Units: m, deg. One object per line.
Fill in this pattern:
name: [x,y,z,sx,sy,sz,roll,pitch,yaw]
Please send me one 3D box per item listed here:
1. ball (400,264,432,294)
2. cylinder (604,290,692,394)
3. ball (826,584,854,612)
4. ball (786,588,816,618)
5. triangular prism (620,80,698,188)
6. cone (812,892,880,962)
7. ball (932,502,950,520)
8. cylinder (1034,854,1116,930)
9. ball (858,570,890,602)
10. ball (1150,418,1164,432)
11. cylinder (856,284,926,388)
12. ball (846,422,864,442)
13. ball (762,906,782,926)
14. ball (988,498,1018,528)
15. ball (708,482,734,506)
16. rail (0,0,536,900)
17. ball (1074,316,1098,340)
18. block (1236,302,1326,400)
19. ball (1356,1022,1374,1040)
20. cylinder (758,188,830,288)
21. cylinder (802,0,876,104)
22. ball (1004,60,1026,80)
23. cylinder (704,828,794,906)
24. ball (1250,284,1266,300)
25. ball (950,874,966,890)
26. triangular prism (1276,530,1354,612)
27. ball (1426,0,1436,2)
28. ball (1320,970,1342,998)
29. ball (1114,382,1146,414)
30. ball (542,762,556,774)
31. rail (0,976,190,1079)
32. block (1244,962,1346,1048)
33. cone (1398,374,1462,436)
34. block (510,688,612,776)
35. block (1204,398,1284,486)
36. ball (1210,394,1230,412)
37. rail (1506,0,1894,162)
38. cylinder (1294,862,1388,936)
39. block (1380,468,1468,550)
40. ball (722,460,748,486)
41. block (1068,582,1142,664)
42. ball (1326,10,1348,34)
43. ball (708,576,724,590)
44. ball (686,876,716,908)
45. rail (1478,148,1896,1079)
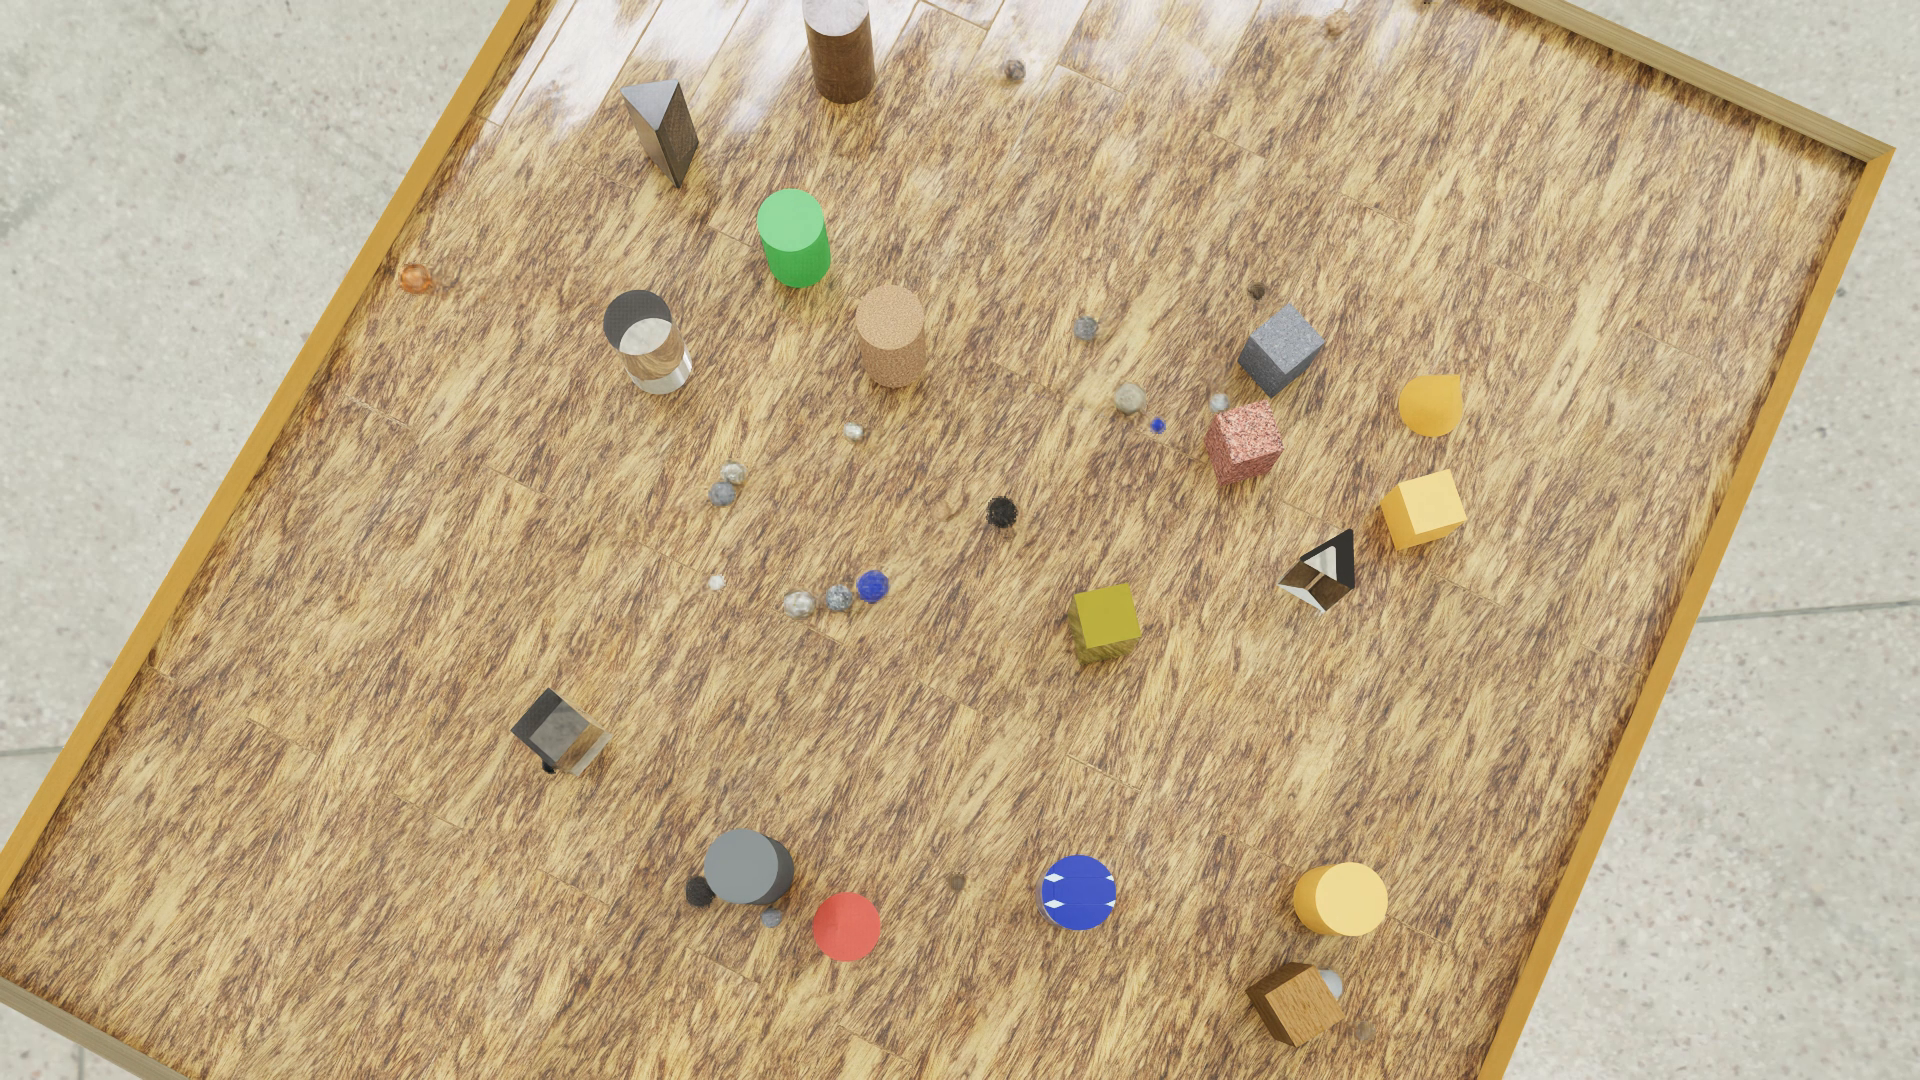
ball: [-1.704,-0.819,5.739,0.092,0.092,0.092,0,78,0]
cylinder: [-0.938,-0.592,5.530,0.200,0.410,0.200,0,78,0]
ball: [-0.362,0.175,5.540,0.080,0.080,0.080,0,78,0]
ball: [-0.481,0.189,5.530,0.092,0.092,0.092,0,78,0]
triangular prism: [-0.896,-1.278,5.656,0.150,0.441,0.173,-40,81,-8]
cone: [-0.333,1.099,5.201,0.200,0.368,0.200,0,78,0]
ball: [-0.056,-0.088,5.606,0.057,0.057,0.057,0,78,0]
cylinder: [0.320,0.997,5.165,0.200,0.480,0.200,0,78,0]
ball: [-0.260,0.138,5.540,0.094,0.094,0.094,0,78,0]
ball: [0.611,-0.356,5.669,0.041,0.041,0.041,0,78,0]
cylinder: [-0.205,-0.612,5.546,0.200,0.387,0.200,0,78,0]
ball: [-0.325,-0.333,5.655,0.059,0.059,0.059,0,78,0]
ball: [-0.548,1.101,5.358,0.060,0.060,0.060,0,78,0]
ball: [0.131,-0.081,5.587,0.090,0.090,0.090,0,78,0]
ball: [-0.730,-0.141,5.606,0.078,0.078,0.078,0,78,0]
rail: [-1.827,-0.887,5.733,0.045,0.130,4.856,26,80,5]
ball: [0.393,-0.662,5.716,0.074,0.074,0.074,0,78,0]
block: [0.978,-0.576,5.601,0.160,0.264,0.160,-39,81,-7]
ball: [1.170,1.421,5.297,0.051,0.051,0.051,0,78,0]
cylinder: [-0.508,-0.926,5.645,0.200,0.320,0.200,0,78,0]
cylinder: [-0.373,-1.549,5.700,0.200,0.465,0.200,0,78,0]
ball: [0.176,-1.513,5.896,0.067,0.067,0.067,0,78,0]
cylinder: [-0.589,0.927,5.173,0.200,0.493,0.200,0,78,0]
ball: [0.933,-0.778,5.752,0.050,0.050,0.050,0,78,0]
ball: [-0.008,1.007,5.384,0.046,0.046,0.046,0,78,0]
triangular prism: [1.078,0.072,5.400,0.173,0.395,0.150,30,80,6]
ball: [1.530,-1.796,5.938,0.100,0.100,0.100,0,78,0]
ball: [1.060,1.290,5.303,0.092,0.092,0.092,0,78,0]
ball: [0.524,-0.437,5.658,0.097,0.097,0.097,0,78,0]
ball: [-1.222,0.671,5.454,0.045,0.045,0.045,0,78,0]
rail: [-1.075,2.113,5.112,4.132,0.130,0.045,26,80,5]
block: [0.939,1.304,5.159,0.160,0.367,0.160,-30,80,-6]
cone: [1.465,-0.452,5.539,0.200,0.336,0.200,0,78,0]
block: [-1.151,0.561,5.318,0.160,0.357,0.160,39,81,7]
block: [0.854,-0.290,5.529,0.160,0.289,0.160,-17,79,-3]
ball: [0.805,-0.424,5.673,0.061,0.061,0.061,0,78,0]
rail: [1.075,-2.099,5.984,4.132,0.130,0.045,26,80,5]
cylinder: [1.081,1.026,5.228,0.200,0.345,0.200,0,78,0]
block: [1.390,-0.088,5.510,0.160,0.245,0.160,-16,79,-3]
ball: [-0.691,-0.207,5.620,0.077,0.077,0.077,0,78,0]
block: [0.421,0.250,5.388,0.160,0.346,0.160,-12,79,-3]
ball: [1.221,-1.675,5.928,0.070,0.070,0.070,0,78,0]
ball: [-0.741,0.129,5.567,0.045,0.045,0.045,0,78,0]
ball: [-0.758,1.029,5.358,0.089,0.089,0.089,0,78,0]
rail: [1.827,0.901,5.363,0.045,0.130,4.856,26,80,5]
